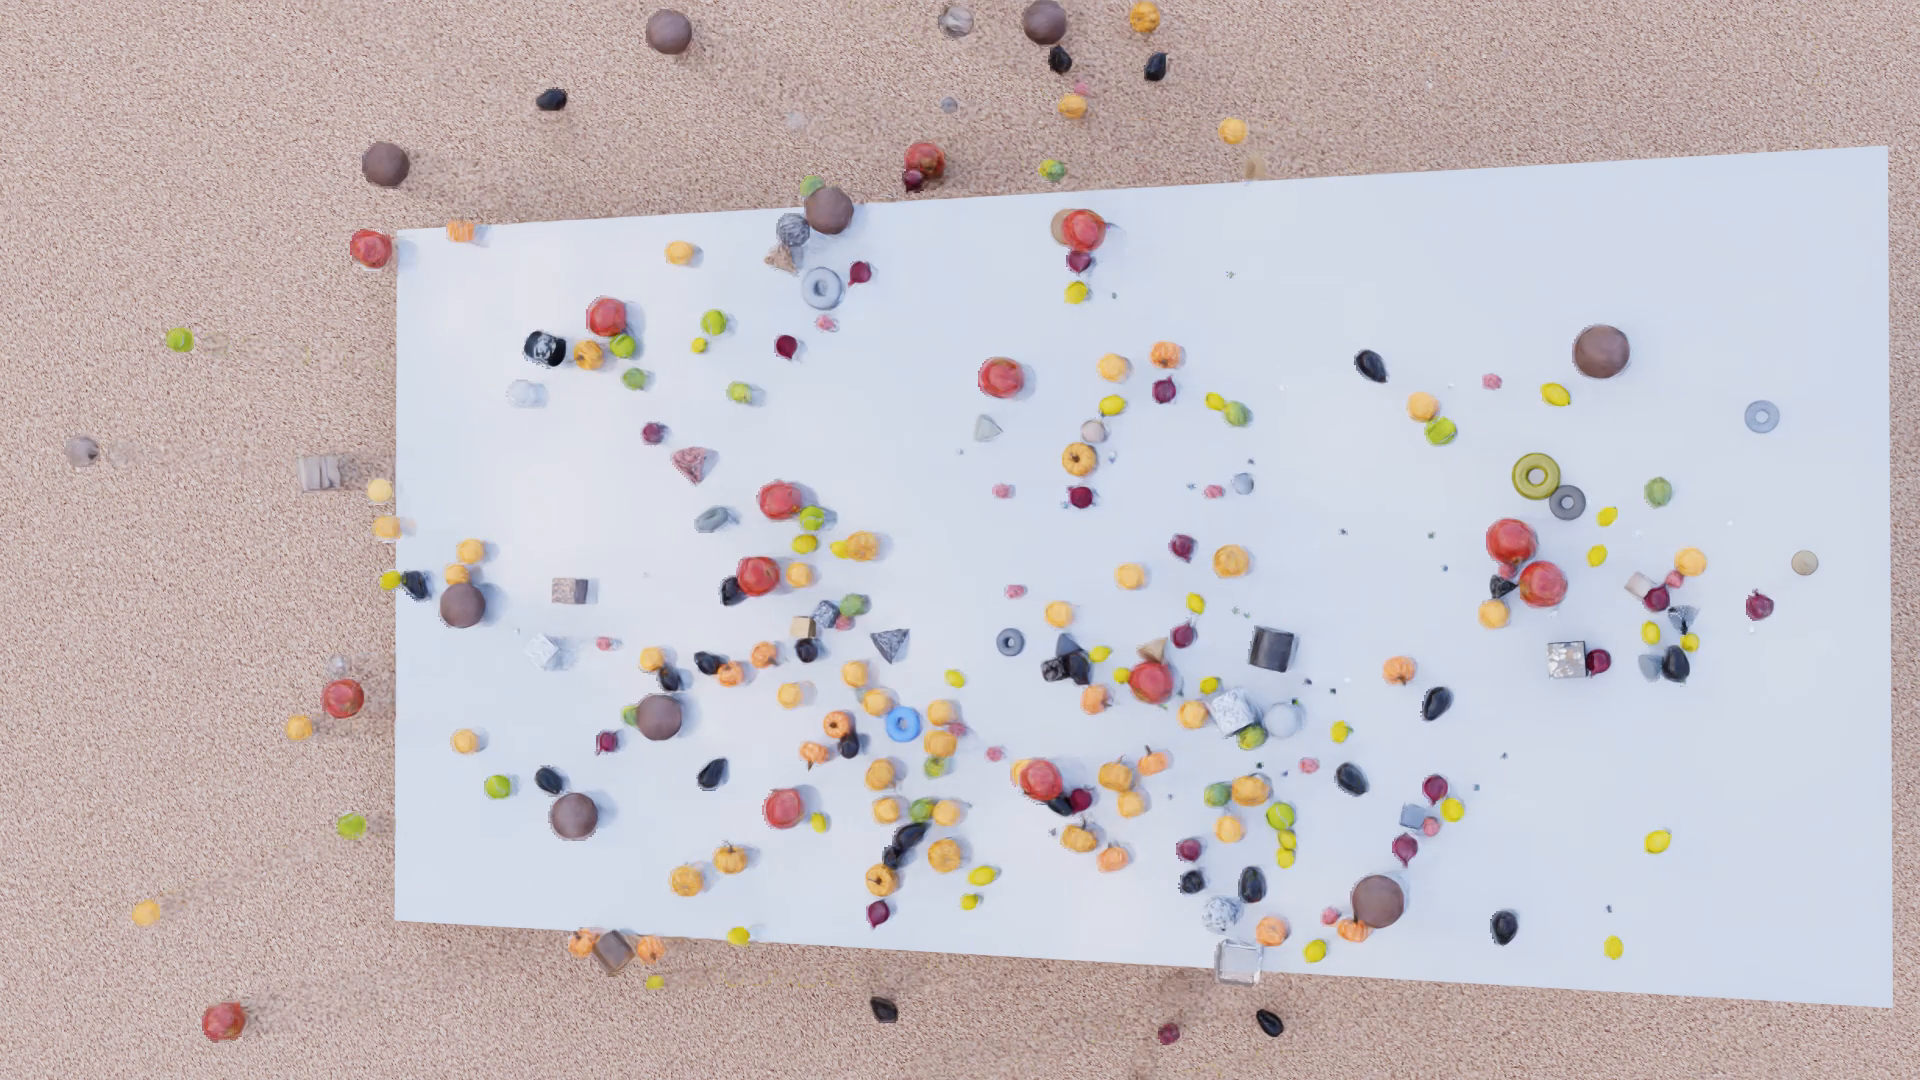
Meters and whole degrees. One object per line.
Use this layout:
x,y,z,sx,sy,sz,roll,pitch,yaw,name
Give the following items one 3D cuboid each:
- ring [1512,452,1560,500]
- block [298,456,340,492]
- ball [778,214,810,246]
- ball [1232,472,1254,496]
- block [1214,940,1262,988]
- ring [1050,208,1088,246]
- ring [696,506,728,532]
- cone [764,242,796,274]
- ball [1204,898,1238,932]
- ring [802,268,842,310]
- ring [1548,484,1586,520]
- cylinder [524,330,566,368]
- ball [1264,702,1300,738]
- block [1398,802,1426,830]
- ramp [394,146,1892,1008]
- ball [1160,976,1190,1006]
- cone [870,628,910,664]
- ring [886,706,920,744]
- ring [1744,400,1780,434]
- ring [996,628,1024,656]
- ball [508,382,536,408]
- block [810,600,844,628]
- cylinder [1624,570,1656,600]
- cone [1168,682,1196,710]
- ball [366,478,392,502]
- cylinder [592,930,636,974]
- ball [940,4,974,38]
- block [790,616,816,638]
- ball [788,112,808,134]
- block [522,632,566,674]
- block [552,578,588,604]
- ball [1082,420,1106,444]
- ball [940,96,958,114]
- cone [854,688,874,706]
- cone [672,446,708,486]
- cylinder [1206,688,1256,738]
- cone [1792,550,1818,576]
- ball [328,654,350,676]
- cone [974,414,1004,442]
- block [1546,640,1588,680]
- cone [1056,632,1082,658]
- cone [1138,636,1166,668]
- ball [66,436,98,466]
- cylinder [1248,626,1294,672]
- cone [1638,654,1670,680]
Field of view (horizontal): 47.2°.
1.398,-0.155,5.338,0.117,0.039,0.117,0,90,17,ring
-1.868,-0.194,6.408,0.091,0.091,0.091,-7,89,-31,block
-0.445,-0.831,5.901,0.088,0.088,0.088,0,89,0,ball
0.717,-0.141,5.557,0.056,0.056,0.056,0,89,0,ball
0.699,1.064,5.526,0.095,0.095,0.095,6,91,19,block
0.284,-0.816,5.725,0.098,0.033,0.098,0,91,19,ring
-0.675,-0.058,6.005,0.097,0.097,0.032,-26,116,0,ring
-0.470,-0.749,5.951,0.089,0.089,0.089,-44,90,-1,cone
0.657,0.945,5.546,0.088,0.088,0.088,0,89,0,ball
-0.374,-0.679,5.941,0.115,0.038,0.115,0,91,19,ring
1.469,-0.090,5.319,0.087,0.029,0.087,0,90,20,ring
-1.163,-0.537,6.170,0.083,0.083,0.083,22,89,23,cylinder
0.806,0.452,5.501,0.090,0.090,0.090,0,89,0,ball
1.115,0.681,5.414,0.052,0.052,0.052,14,94,18,block
0.277,0.092,5.784,4.000,0.100,2.000,0,89,19,ramp
0.628,1.313,6.406,0.088,0.088,0.088,0,89,0,ball
-0.172,0.261,5.856,0.099,0.099,0.099,-36,89,-12,cone
-0.152,0.492,5.853,0.097,0.032,0.097,-1,88,18,ring
1.890,-0.290,5.181,0.080,0.027,0.080,-1,88,22,ring
0.131,0.268,5.765,0.075,0.025,0.075,-1,88,19,ring
-1.235,-0.411,6.206,0.075,0.075,0.075,0,89,0,ball
-0.359,0.199,5.914,0.054,0.054,0.054,35,100,16,block
1.623,0.108,5.252,0.052,0.052,0.052,39,89,-3,cylinder
0.563,0.394,5.614,0.072,0.072,0.072,0,90,-1,cone
-1.678,-0.143,6.354,0.070,0.070,0.070,0,89,0,ball
-0.958,1.139,6.084,0.088,0.088,0.088,-42,77,-1,cylinder
-0.009,-1.520,6.440,0.099,0.099,0.099,0,89,0,ball
-0.423,0.234,5.937,0.052,0.052,0.052,7,91,19,block
-0.462,-1.189,6.274,0.060,0.060,0.060,0,89,0,ball
-1.164,0.314,6.151,0.076,0.076,0.076,38,86,13,block
-1.092,0.142,6.152,0.071,0.071,0.071,4,91,19,block
0.344,-0.280,5.681,0.062,0.062,0.062,0,89,0,ball
-0.032,-1.276,6.461,0.050,0.050,0.050,0,89,0,ball
-0.251,0.411,5.891,0.053,0.053,0.053,-20,89,-10,cone
-0.733,-0.191,6.050,0.099,0.099,0.099,-10,114,0,cone
0.683,0.434,5.540,0.094,0.094,0.094,-26,81,0,cylinder
1.973,0.053,5.131,0.060,0.060,0.060,0,89,19,cone
-1.810,0.365,6.408,0.066,0.066,0.066,0,89,0,ball
0.082,-0.290,5.784,0.076,0.076,0.076,10,89,-8,cone
1.460,0.289,5.287,0.084,0.084,0.084,-5,88,18,block
0.289,0.280,5.709,0.067,0.067,0.067,11,89,-8,cone
0.508,0.274,5.633,0.075,0.075,0.075,39,74,1,cone
-2.566,-0.262,6.429,0.086,0.086,0.086,0,89,0,ball
0.780,0.273,5.508,0.096,0.096,0.096,12,94,0,cylinder
1.666,0.290,5.246,0.067,0.067,0.067,-24,89,-10,cone
